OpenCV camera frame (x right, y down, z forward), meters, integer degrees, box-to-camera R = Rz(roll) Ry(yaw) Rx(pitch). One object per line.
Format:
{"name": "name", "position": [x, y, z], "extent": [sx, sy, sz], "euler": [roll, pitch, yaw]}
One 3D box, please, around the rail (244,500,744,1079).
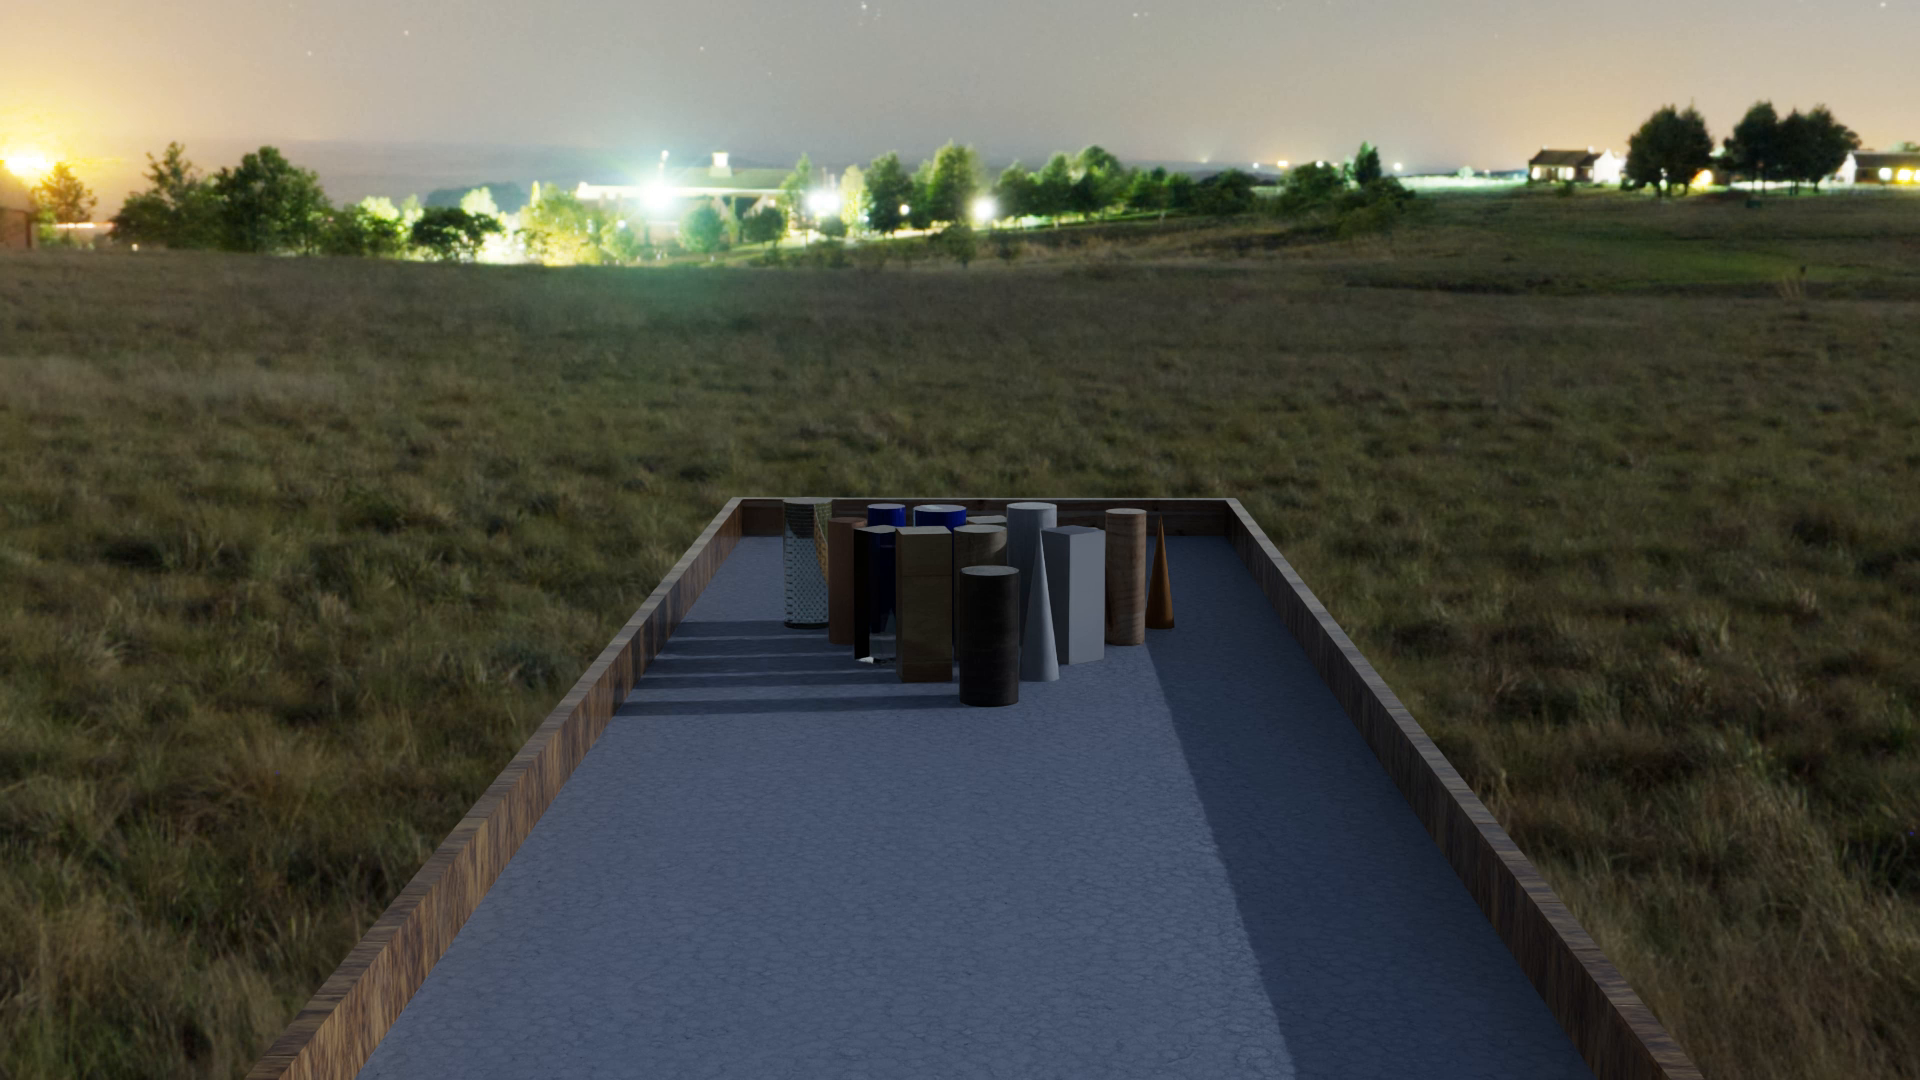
{"name": "rail", "position": [-1.004, 0.839, 3.234], "extent": [0.050, 0.150, 12.000], "euler": [0, 9, 1]}

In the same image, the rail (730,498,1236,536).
{"name": "rail", "position": [0.099, -0.098, 9.147], "extent": [2.100, 0.150, 0.050], "euler": [0, 9, 1]}

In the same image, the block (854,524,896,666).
{"name": "block", "position": [-0.234, 0.166, 6.671], "extent": [0.123, 0.404, 0.123], "euler": [-8, 12, -42]}

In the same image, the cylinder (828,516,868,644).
{"name": "cylinder", "position": [-0.354, 0.129, 6.955], "extent": [0.124, 0.389, 0.124], "euler": [0, 9, 0]}

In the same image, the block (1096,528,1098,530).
{"name": "block", "position": [0.393, 0.124, 7.211], "extent": [0.116, 0.317, 0.116], "euler": [0, 9, 0]}

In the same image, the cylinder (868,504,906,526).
{"name": "cylinder", "position": [-0.240, 0.088, 7.178], "extent": [0.125, 0.400, 0.125], "euler": [0, 9, 0]}

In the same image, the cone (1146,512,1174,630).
{"name": "cone", "position": [0.654, 0.095, 7.192], "extent": [0.101, 0.381, 0.101], "euler": [0, 9, 0]}

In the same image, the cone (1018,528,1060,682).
{"name": "cone", "position": [0.231, 0.176, 6.428], "extent": [0.122, 0.460, 0.122], "euler": [0, 9, 0]}

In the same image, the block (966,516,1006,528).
{"name": "block", "position": [0.095, 0.107, 7.210], "extent": [0.146, 0.352, 0.146], "euler": [-4, 10, -22]}

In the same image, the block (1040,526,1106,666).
{"name": "block", "position": [0.339, 0.165, 6.697], "extent": [0.144, 0.397, 0.144], "euler": [-7, 12, -38]}

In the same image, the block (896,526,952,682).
{"name": "block", "position": [-0.106, 0.187, 6.437], "extent": [0.145, 0.437, 0.145], "euler": [-1, 9, -9]}

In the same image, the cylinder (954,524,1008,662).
{"name": "cylinder", "position": [0.062, 0.164, 6.695], "extent": [0.162, 0.401, 0.162], "euler": [0, 9, 0]}

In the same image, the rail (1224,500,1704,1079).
{"name": "rail", "position": [1.046, 0.843, 3.208], "extent": [0.050, 0.150, 12.000], "euler": [0, 9, 1]}

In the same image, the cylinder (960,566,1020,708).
{"name": "cylinder", "position": [0.081, 0.267, 6.142], "extent": [0.167, 0.370, 0.167], "euler": [0, 9, 0]}

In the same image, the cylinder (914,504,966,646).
{"name": "cylinder", "position": [-0.063, 0.111, 6.950], "extent": [0.168, 0.426, 0.168], "euler": [0, 9, 0]}

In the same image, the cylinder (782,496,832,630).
{"name": "cylinder", "position": [-0.498, 0.075, 7.217], "extent": [0.163, 0.414, 0.163], "euler": [0, 9, 0]}

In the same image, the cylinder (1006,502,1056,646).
{"name": "cylinder", "position": [0.226, 0.107, 6.951], "extent": [0.159, 0.434, 0.159], "euler": [0, 9, 0]}

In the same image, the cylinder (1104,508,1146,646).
{"name": "cylinder", "position": [0.521, 0.116, 6.937], "extent": [0.129, 0.419, 0.129], "euler": [0, 9, 0]}
